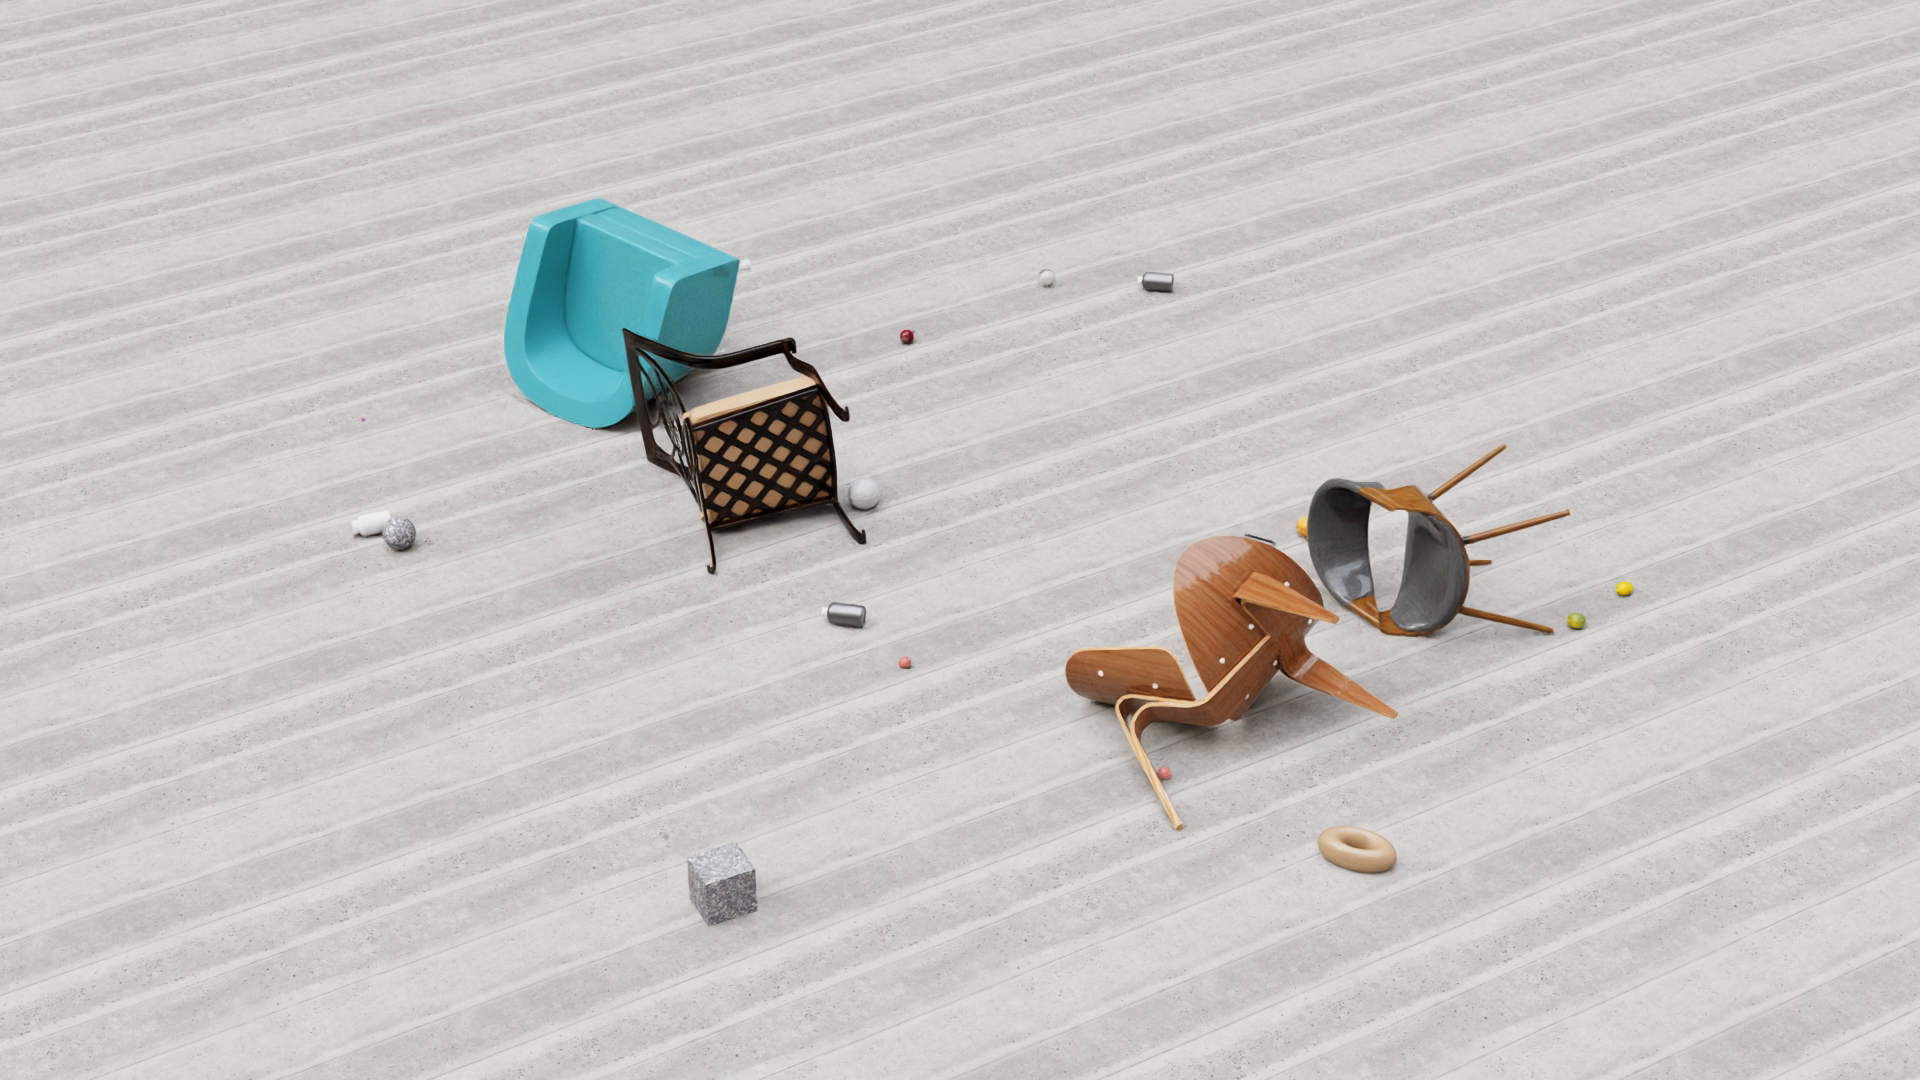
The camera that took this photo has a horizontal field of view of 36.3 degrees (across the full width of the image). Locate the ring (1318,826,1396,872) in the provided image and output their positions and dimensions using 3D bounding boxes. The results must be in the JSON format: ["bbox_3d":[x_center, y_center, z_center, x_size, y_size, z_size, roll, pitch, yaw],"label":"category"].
[{"bbox_3d":[1.269,0.988,9.368,0.260,0.086,0.151,13,37,18],"label":"ring"}]

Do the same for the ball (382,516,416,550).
[{"bbox_3d":[-2.080,-0.026,10.872,0.123,0.123,0.123,0,33,0],"label":"ball"}]

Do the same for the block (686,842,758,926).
[{"bbox_3d":[-0.743,1.074,9.160,0.167,0.170,0.151,-16,36,-22],"label":"block"}]

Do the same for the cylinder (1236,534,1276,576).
[{"bbox_3d":[1.086,0.055,10.749,0.110,0.134,0.089,16,4,23],"label":"cylinder"}]

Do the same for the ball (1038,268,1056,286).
[{"bbox_3d":[0.372,-1.127,12.588,0.074,0.074,0.074,0,33,0],"label":"ball"}]

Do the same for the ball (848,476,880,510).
[{"bbox_3d":[-0.364,-0.178,11.102,0.124,0.124,0.124,0,33,0],"label":"ball"}]
